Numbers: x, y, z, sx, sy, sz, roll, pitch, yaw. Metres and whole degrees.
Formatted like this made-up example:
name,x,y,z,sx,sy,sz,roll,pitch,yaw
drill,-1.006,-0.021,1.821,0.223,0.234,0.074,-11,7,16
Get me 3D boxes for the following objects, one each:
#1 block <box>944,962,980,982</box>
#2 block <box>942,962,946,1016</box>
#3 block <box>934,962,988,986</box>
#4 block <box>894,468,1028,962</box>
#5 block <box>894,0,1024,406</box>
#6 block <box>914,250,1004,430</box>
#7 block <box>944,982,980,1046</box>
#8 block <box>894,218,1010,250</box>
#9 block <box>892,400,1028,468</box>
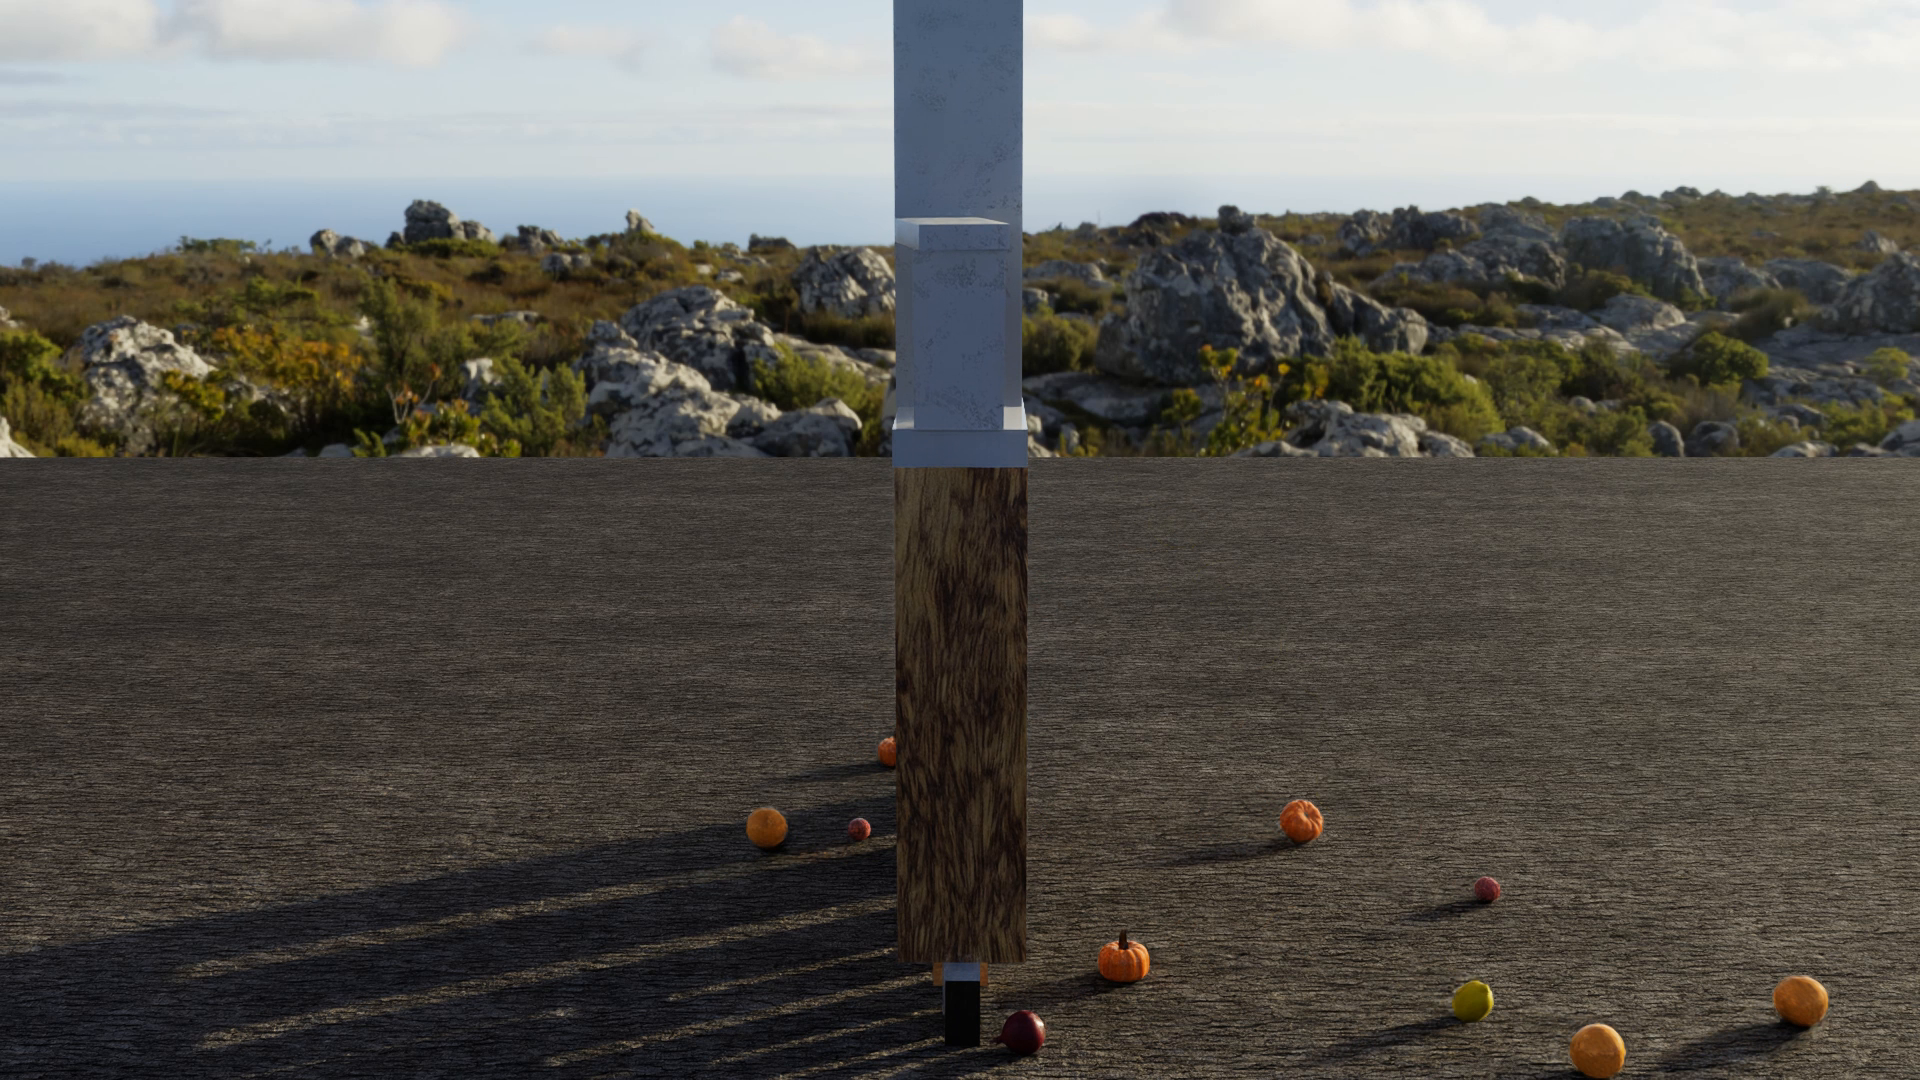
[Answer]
name,x,y,z,sx,sy,sz,roll,pitch,yaw
block,0.004,0.593,3.080,0.049,0.014,0.097,0,10,0
block,0.000,0.634,3.162,0.049,0.099,0.014,0,11,0
block,0.000,0.582,3.270,0.081,0.162,0.023,0,10,-1
block,0.002,0.239,3.031,0.179,0.701,0.051,0,10,0
block,-0.002,-0.497,3.113,0.180,0.614,0.051,0,11,0
block,-0.001,-0.264,2.892,0.118,0.236,0.033,0,10,1
block,0.003,0.654,3.057,0.049,0.097,0.014,0,11,0
block,-0.013,-0.411,2.945,0.118,0.033,0.236,-2,11,-9
block,0.001,-0.154,3.085,0.179,0.051,0.358,0,10,1
